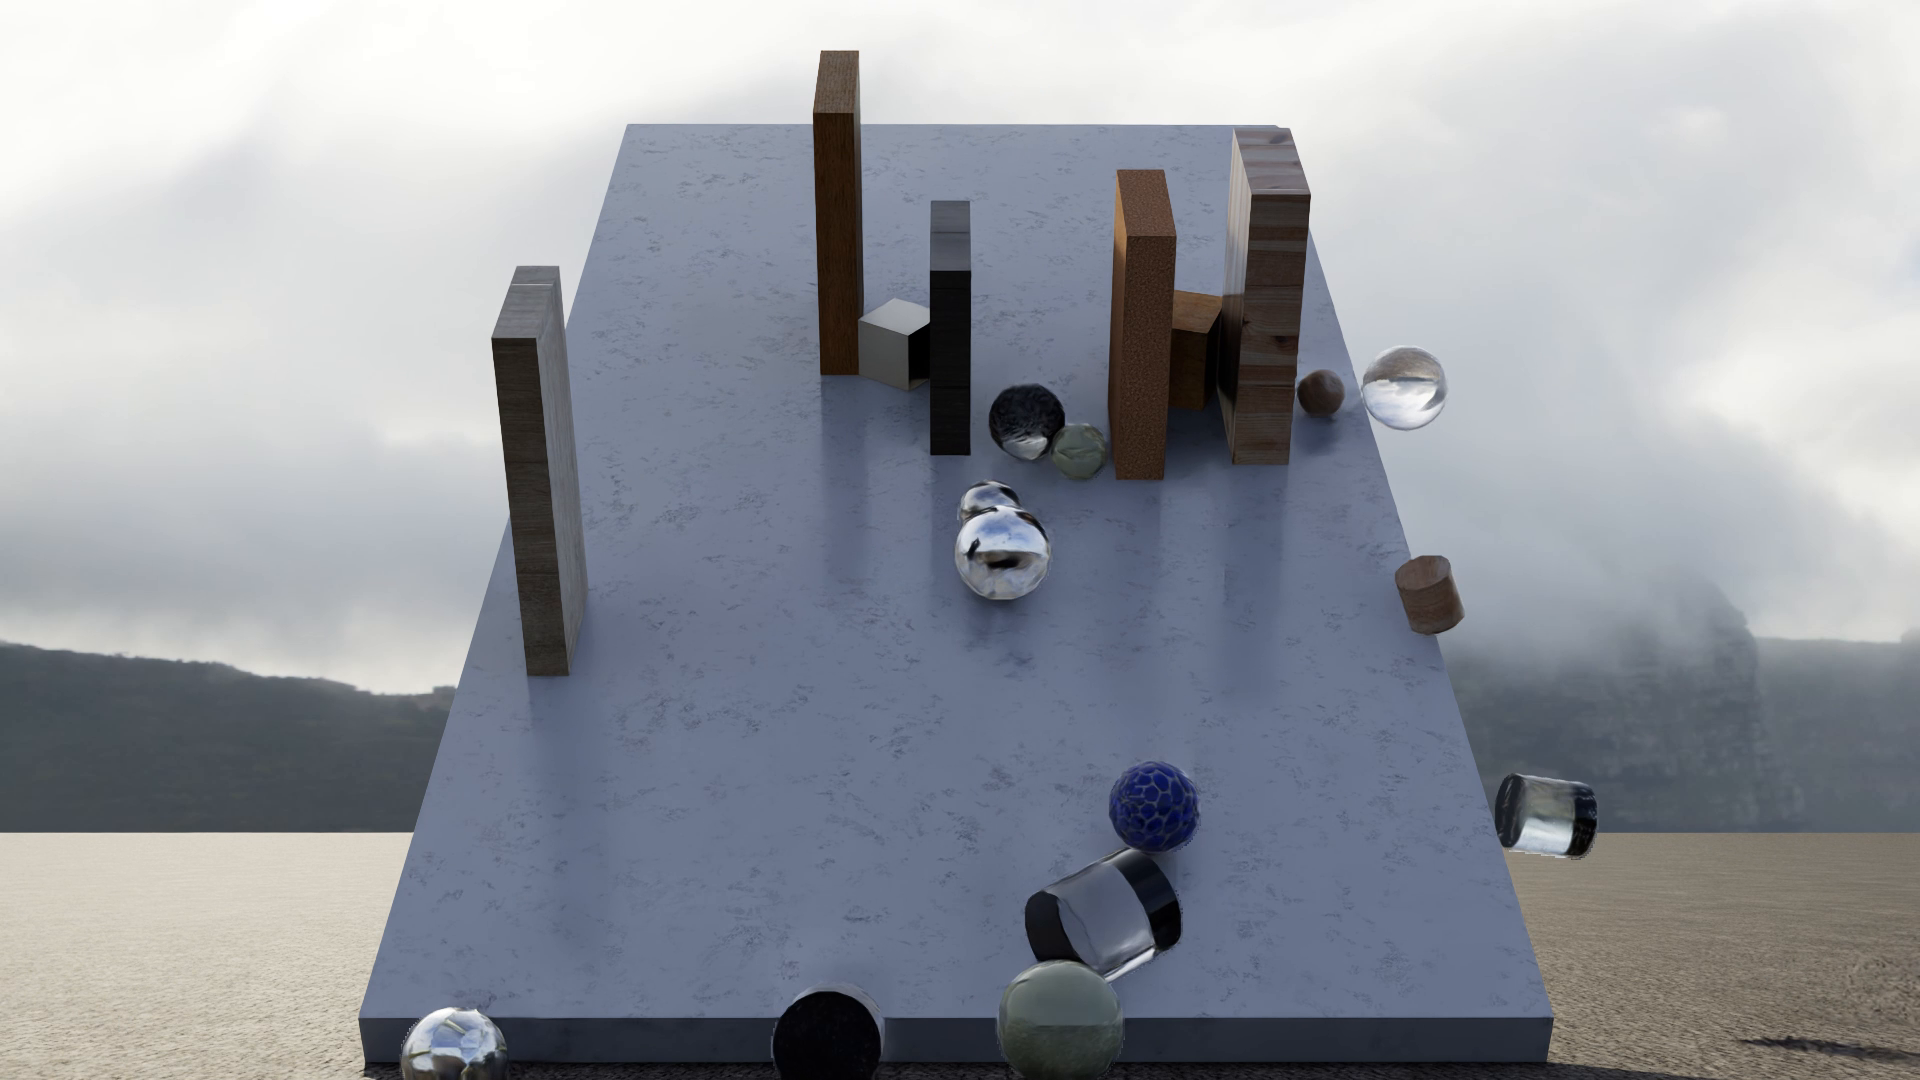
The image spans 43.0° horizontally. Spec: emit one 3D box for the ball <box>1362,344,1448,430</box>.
[{"bbox_3d":[1.076,-0.368,5.886,0.207,0.207,0.207,0,-7,0],"label":"ball"}]

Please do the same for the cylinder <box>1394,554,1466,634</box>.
[{"bbox_3d":[0.964,0.112,4.998,0.117,0.117,0.117,-18,29,11],"label":"cylinder"}]

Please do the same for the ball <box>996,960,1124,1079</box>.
[{"bbox_3d":[0.153,0.739,3.723,0.194,0.194,0.194,0,-7,0],"label":"ball"}]

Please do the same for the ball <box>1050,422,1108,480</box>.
[{"bbox_3d":[0.273,-0.205,5.596,0.131,0.131,0.131,0,-7,0],"label":"ball"}]

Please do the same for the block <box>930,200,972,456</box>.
[{"bbox_3d":[-0.023,-0.504,5.755,0.093,0.475,0.393,0,31,0],"label":"block"}]

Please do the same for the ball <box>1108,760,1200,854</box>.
[{"bbox_3d":[0.353,0.485,4.426,0.167,0.167,0.167,0,-7,0],"label":"ball"}]

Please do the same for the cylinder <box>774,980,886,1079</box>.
[{"bbox_3d":[-0.190,0.732,3.571,0.155,0.155,0.155,0,-5,1],"label":"cylinder"}]

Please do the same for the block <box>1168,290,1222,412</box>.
[{"bbox_3d":[0.522,-0.471,5.959,0.210,0.210,0.210,10,33,16],"label":"block"}]

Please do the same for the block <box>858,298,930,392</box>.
[{"bbox_3d":[-0.144,-0.485,6.032,0.153,0.153,0.153,20,36,30],"label":"block"}]

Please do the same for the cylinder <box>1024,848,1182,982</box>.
[{"bbox_3d":[0.242,0.648,4.137,0.190,0.190,0.190,-22,6,-32],"label":"cylinder"}]

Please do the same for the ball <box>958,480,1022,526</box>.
[{"bbox_3d":[0.066,-0.063,5.356,0.137,0.137,0.137,0,-7,0],"label":"ball"}]

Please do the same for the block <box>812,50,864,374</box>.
[{"bbox_3d":[-0.299,-0.815,6.059,0.096,0.689,0.423,0,31,0],"label":"block"}]

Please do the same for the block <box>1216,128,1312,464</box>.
[{"bbox_3d":[0.701,-0.567,5.669,0.131,0.679,0.391,0,31,0],"label":"block"}]

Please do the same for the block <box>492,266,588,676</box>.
[{"bbox_3d":[-0.833,-0.133,4.864,0.084,0.762,0.318,0,31,0],"label":"block"}]

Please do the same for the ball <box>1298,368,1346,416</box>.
[{"bbox_3d":[0.869,-0.355,5.863,0.114,0.114,0.114,0,-7,0],"label":"ball"}]

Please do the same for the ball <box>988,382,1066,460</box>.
[{"bbox_3d":[0.155,-0.276,5.667,0.179,0.179,0.179,0,-7,0],"label":"ball"}]

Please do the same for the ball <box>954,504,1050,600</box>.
[{"bbox_3d":[0.090,0.027,5.145,0.202,0.202,0.202,0,-7,0],"label":"ball"}]

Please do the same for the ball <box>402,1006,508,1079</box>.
[{"bbox_3d":[-0.704,0.725,3.394,0.146,0.146,0.146,0,-7,0],"label":"ball"}]

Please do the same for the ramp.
[{"bbox_3d":[-0.014,-0.198,5.805,2.000,0.100,4.000,0,31,0],"label":"ramp"}]

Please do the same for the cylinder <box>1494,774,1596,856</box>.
[{"bbox_3d":[1.288,0.606,5.364,0.164,0.164,0.164,9,-8,-12],"label":"cylinder"}]

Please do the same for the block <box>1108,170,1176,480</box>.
[{"bbox_3d":[0.415,-0.497,5.615,0.109,0.611,0.372,0,31,0],"label":"block"}]
